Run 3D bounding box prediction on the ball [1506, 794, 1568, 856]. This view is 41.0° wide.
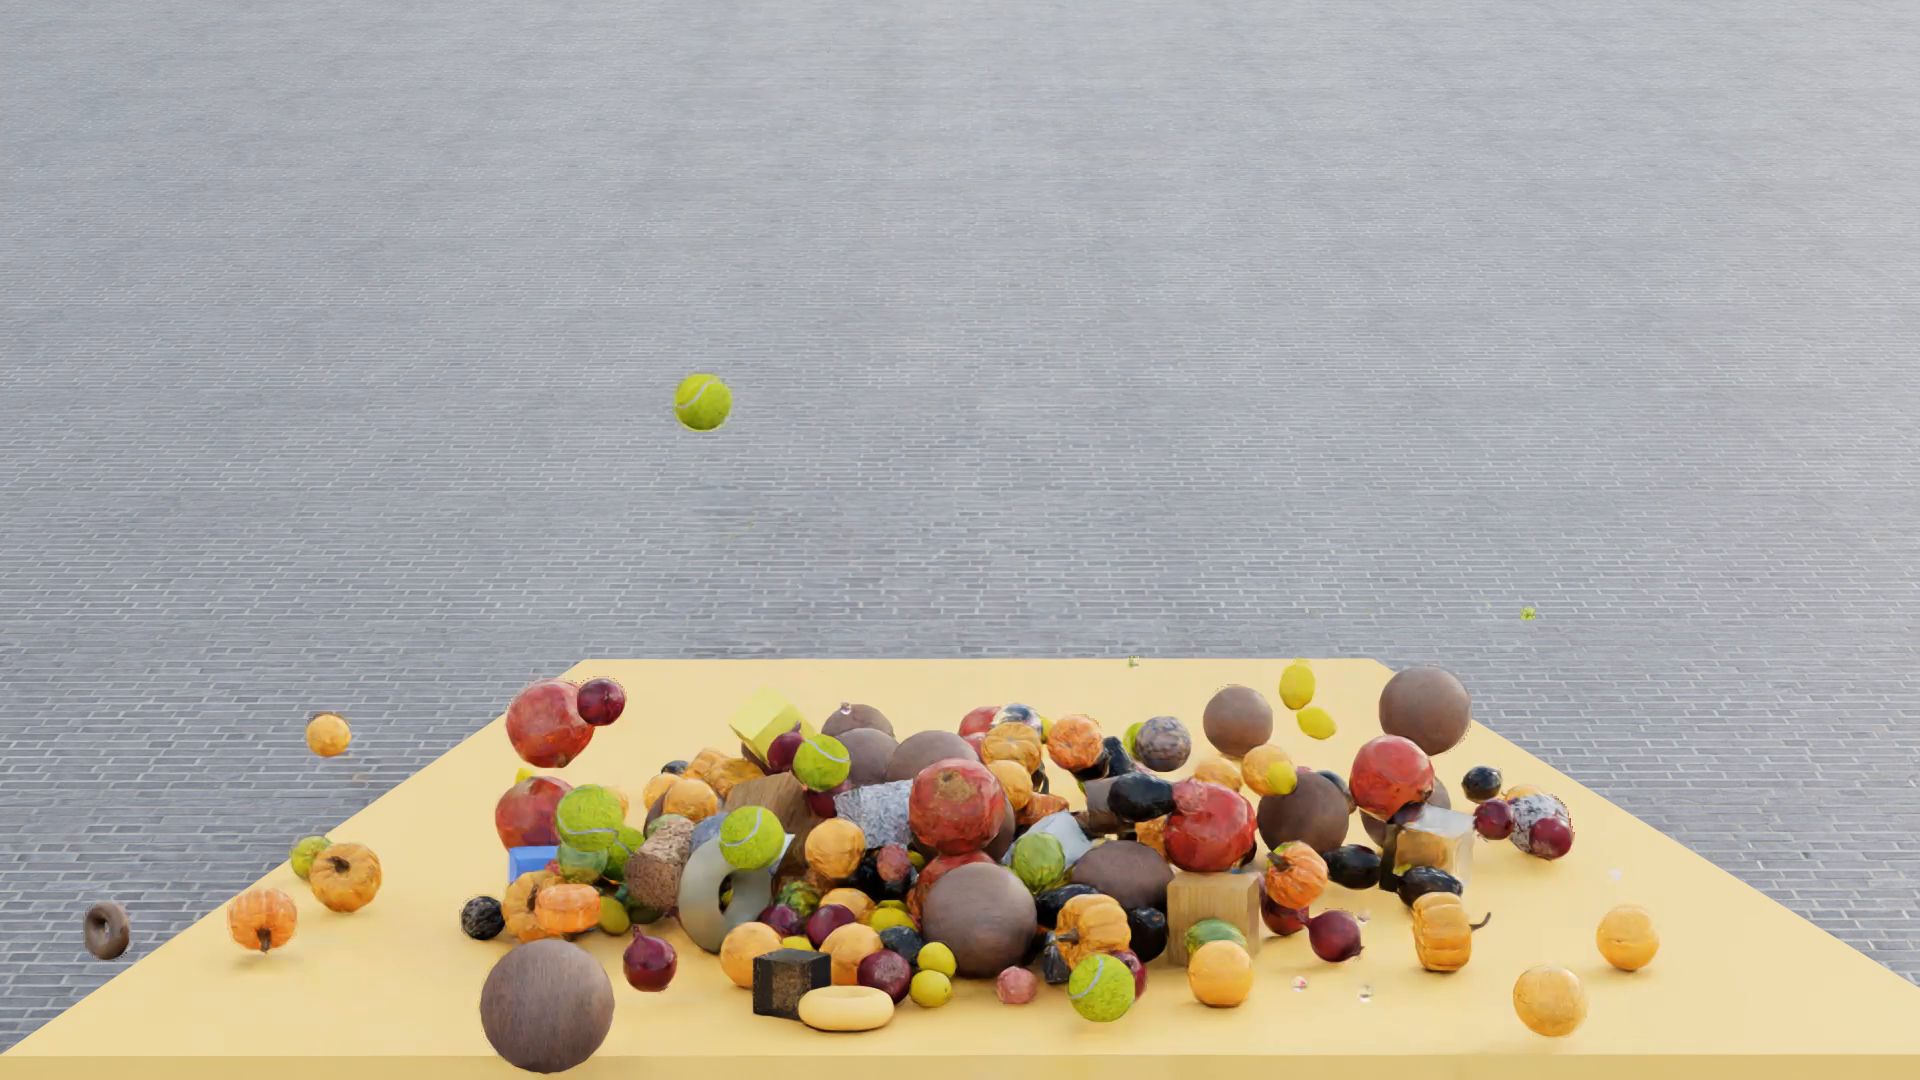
[{"bbox_3d":[0.822,0.405,3.662,0.088,0.088,0.088,0,22,0],"label":"ball"}]

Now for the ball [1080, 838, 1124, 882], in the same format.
[{"bbox_3d":[0.191,0.429,3.447,0.060,0.060,0.060,0,22,0],"label":"ball"}]

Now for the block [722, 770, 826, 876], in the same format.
[{"bbox_3d":[-0.243,0.364,3.267,0.090,0.090,0.090,-16,30,30],"label":"block"}]

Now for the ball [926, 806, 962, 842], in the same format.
[{"bbox_3d":[-0.020,0.388,3.518,0.050,0.050,0.050,0,22,0],"label":"ball"}]

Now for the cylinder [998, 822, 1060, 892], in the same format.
[{"bbox_3d":[0.078,0.419,3.408,0.087,0.087,0.087,2,20,32],"label":"cylinder"}]

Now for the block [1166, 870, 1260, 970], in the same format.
[{"bbox_3d":[0.293,0.438,2.973,0.092,0.092,0.092,1,3,16],"label":"block"}]

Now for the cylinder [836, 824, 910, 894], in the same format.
[{"bbox_3d":[-0.116,0.415,3.374,0.090,0.090,0.090,-4,22,-4],"label":"cylinder"}]

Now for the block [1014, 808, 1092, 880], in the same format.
[{"bbox_3d":[0.111,0.362,3.055,0.055,0.055,0.055,-36,4,-34],"label":"block"}]

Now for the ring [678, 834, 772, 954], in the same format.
[{"bbox_3d":[-0.274,0.414,3.005,0.047,0.140,0.140,1,18,37],"label":"ring"}]

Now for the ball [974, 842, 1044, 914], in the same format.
[{"bbox_3d":[0.063,0.426,3.247,0.089,0.089,0.089,0,22,0],"label":"ball"}]

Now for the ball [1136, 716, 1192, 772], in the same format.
[{"bbox_3d":[0.274,0.274,3.455,0.077,0.077,0.077,0,22,0],"label":"ball"}]

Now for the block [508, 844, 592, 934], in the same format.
[{"bbox_3d":[-0.505,0.429,3.167,0.091,0.091,0.091,-1,3,-16],"label":"block"}]

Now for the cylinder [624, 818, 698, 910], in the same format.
[{"bbox_3d":[-0.354,0.395,3.138,0.082,0.082,0.082,10,33,25],"label":"cylinder"}]

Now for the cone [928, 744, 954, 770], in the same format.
[{"bbox_3d":[-0.034,0.377,4.331,0.076,0.076,0.076,0,3,0],"label":"cone"}]

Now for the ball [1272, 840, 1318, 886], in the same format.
[{"bbox_3d":[0.446,0.431,3.425,0.061,0.061,0.061,0,22,0],"label":"ball"}]

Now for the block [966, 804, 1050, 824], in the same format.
[{"bbox_3d":[0.066,0.414,3.531,0.084,0.084,0.084,-2,3,-29],"label":"block"}]

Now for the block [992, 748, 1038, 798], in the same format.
[{"bbox_3d":[0.091,0.384,4.240,0.069,0.069,0.069,-1,4,-5],"label":"block"}]

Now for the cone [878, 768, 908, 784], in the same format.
[{"bbox_3d":[-0.079,0.395,3.707,0.096,0.096,0.096,40,38,20],"label":"cone"}]

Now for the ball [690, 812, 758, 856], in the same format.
[{"bbox_3d":[-0.285,0.370,3.100,0.081,0.081,0.081,0,22,0],"label":"ball"}]

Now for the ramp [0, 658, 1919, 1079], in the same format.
[{"bbox_3d":[0.050,0.455,4.532,2.000,0.100,4.000,0,3,0],"label":"ramp"}]

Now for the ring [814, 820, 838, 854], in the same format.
[{"bbox_3d":[-0.155,0.427,3.695,0.123,0.041,0.123,1,-1,0],"label":"ring"}]

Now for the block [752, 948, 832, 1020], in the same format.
[{"bbox_3d":[-0.177,0.468,2.714,0.060,0.060,0.060,2,3,32],"label":"block"}]

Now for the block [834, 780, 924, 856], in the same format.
[{"bbox_3d":[-0.102,0.347,3.215,0.076,0.076,0.076,-6,-10,-28],"label":"block"}]

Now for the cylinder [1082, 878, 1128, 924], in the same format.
[{"bbox_3d":[0.179,0.446,3.172,0.050,0.050,0.050,8,22,4],"label":"cylinder"}]

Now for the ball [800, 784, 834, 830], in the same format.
[{"bbox_3d":[-0.198,0.351,3.354,0.067,0.067,0.067,0,22,0],"label":"ball"}]

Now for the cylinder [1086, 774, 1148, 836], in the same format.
[{"bbox_3d":[0.209,0.355,3.438,0.076,0.076,0.076,-7,21,3],"label":"cylinder"}]

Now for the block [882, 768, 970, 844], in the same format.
[{"bbox_3d":[-0.050,0.394,3.823,0.094,0.094,0.094,-2,4,-37],"label":"block"}]

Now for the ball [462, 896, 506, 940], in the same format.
[{"bbox_3d":[-0.571,0.453,3.083,0.052,0.052,0.052,0,22,0],"label":"ball"}]

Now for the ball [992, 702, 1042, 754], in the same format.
[{"bbox_3d":[0.086,0.284,3.870,0.078,0.078,0.078,0,22,0],"label":"ball"}]

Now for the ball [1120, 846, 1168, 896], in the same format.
[{"bbox_3d":[0.240,0.433,3.352,0.065,0.065,0.065,0,22,0],"label":"ball"}]

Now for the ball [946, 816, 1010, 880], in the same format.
[{"bbox_3d":[0.024,0.401,3.343,0.084,0.084,0.084,0,22,0],"label":"ball"}]

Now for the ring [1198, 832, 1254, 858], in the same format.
[{"bbox_3d":[0.380,0.435,3.671,0.079,0.026,0.079,-3,6,0],"label":"ring"}]

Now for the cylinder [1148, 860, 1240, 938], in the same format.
[{"bbox_3d":[0.286,0.434,3.106,0.088,0.088,0.088,-1,21,-23],"label":"cylinder"}]

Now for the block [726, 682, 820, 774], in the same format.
[{"bbox_3d":[-0.261,0.263,3.575,0.077,0.077,0.077,-44,35,-12],"label":"block"}]

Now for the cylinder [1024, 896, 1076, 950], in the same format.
[{"bbox_3d":[0.107,0.454,3.047,0.054,0.054,0.054,4,4,10],"label":"cylinder"}]

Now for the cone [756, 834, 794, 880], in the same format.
[{"bbox_3d":[-0.255,0.379,3.149,0.078,0.078,0.078,26,24,1],"label":"cone"}]

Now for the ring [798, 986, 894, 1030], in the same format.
[{"bbox_3d":[-0.118,0.484,2.661,0.100,0.033,0.100,0,1,0],"label":"ring"}]

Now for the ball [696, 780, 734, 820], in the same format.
[{"bbox_3d":[-0.367,0.402,3.916,0.070,0.070,0.070,0,22,0],"label":"ball"}]

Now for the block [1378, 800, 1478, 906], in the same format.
[{"bbox_3d":[0.604,0.403,3.317,0.092,0.092,0.092,11,18,26],"label":"block"}]

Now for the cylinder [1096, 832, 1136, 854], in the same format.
[{"bbox_3d":[0.216,0.407,3.649,0.054,0.054,0.054,-15,32,9],"label":"cylinder"}]

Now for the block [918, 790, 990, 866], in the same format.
[{"bbox_3d":[-0.008,0.405,3.616,0.093,0.093,0.093,0,3,7],"label":"block"}]
